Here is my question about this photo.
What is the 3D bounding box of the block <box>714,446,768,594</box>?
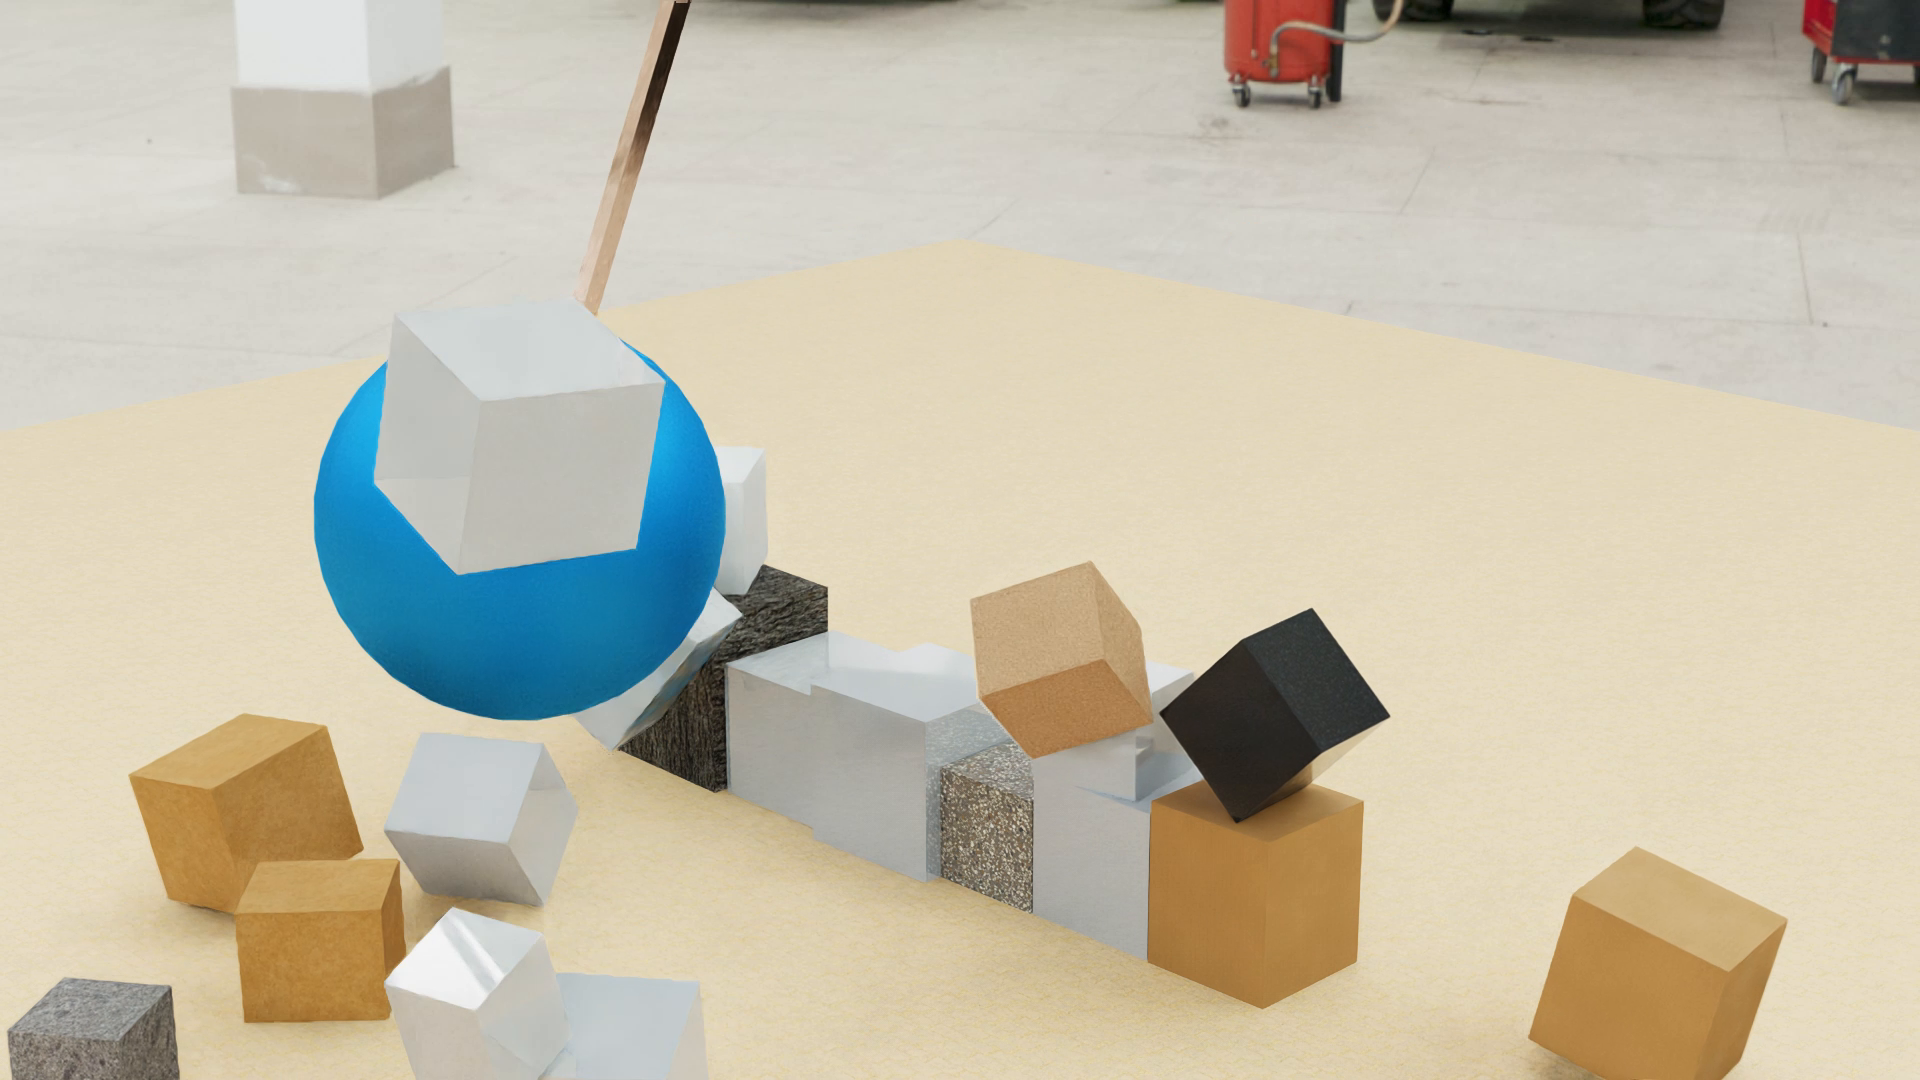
[{"bbox_3d":[-1.366,-0.110,14.743,0.686,0.575,0.640,2,18,6],"label":"block"}]

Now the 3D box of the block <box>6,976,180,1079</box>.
[{"bbox_3d":[-3.340,1.993,11.326,0.450,0.407,0.472,3,18,10],"label":"block"}]

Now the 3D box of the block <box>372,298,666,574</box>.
[{"bbox_3d":[-1.534,-0.372,10.144,0.698,0.661,0.658,-9,35,-36],"label":"block"}]

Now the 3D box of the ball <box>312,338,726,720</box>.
[{"bbox_3d":[-1.721,-0.091,11.509,1.600,1.600,1.600,0,17,0],"label":"ball"}]

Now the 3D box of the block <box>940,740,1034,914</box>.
[{"bbox_3d":[0.340,1.278,13.377,0.567,0.540,0.642,17,24,42],"label":"block"}]

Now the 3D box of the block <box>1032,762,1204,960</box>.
[{"bbox_3d":[0.791,1.344,12.935,0.644,0.680,0.677,-17,24,-42],"label":"block"}]

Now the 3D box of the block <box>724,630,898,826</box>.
[{"bbox_3d":[-0.643,0.918,14.309,0.716,0.669,0.696,-17,24,-42],"label":"block"}]

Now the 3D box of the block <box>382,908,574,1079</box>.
[{"bbox_3d":[-1.702,1.664,10.387,0.404,0.501,0.410,11,39,27],"label":"block"}]

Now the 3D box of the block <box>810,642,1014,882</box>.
[{"bbox_3d":[-0.154,1.029,13.765,0.740,0.783,0.789,16,23,41],"label":"block"}]

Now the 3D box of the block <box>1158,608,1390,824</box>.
[{"bbox_3d":[1.309,0.727,12.198,0.528,0.576,0.562,-20,70,-47],"label":"block"}]

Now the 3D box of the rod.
[{"bbox_3d":[-0.746,-3.349,11.508,0.080,5.200,0.080,17,0,42],"label":"rod"}]

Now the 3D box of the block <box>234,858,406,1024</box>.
[{"bbox_3d":[-2.654,1.666,12.213,0.589,0.492,0.516,-1,17,-2],"label":"block"}]

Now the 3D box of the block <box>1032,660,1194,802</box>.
[{"bbox_3d":[0.668,0.797,12.776,0.529,0.453,0.472,12,21,34],"label":"block"}]

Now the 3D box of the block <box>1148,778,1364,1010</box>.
[{"bbox_3d":[1.255,1.455,12.469,0.633,0.746,0.637,17,24,42],"label":"block"}]

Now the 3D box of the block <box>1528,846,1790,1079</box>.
[{"bbox_3d":[2.740,1.725,11.516,0.665,0.677,0.589,26,28,30],"label":"block"}]

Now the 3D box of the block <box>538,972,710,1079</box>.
[{"bbox_3d":[-1.337,2.011,10.834,0.677,0.552,0.585,3,30,8],"label":"block"}]

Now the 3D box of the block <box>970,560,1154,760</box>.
[{"bbox_3d":[0.426,0.507,12.293,0.555,0.564,0.489,-18,52,17],"label":"block"}]

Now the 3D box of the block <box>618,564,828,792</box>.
[{"bbox_3d":[-1.216,0.646,14.792,0.742,0.898,0.839,-16,23,-40],"label":"block"}]

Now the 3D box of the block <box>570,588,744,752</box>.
[{"bbox_3d":[-1.557,0.471,13.848,0.611,0.714,0.573,42,21,5],"label":"block"}]

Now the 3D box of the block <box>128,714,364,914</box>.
[{"bbox_3d":[-3.192,1.222,13.135,0.605,0.622,0.657,4,25,40],"label":"block"}]

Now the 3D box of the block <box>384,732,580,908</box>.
[{"bbox_3d":[-2.131,1.248,13.106,0.596,0.550,0.515,4,54,17],"label":"block"}]
